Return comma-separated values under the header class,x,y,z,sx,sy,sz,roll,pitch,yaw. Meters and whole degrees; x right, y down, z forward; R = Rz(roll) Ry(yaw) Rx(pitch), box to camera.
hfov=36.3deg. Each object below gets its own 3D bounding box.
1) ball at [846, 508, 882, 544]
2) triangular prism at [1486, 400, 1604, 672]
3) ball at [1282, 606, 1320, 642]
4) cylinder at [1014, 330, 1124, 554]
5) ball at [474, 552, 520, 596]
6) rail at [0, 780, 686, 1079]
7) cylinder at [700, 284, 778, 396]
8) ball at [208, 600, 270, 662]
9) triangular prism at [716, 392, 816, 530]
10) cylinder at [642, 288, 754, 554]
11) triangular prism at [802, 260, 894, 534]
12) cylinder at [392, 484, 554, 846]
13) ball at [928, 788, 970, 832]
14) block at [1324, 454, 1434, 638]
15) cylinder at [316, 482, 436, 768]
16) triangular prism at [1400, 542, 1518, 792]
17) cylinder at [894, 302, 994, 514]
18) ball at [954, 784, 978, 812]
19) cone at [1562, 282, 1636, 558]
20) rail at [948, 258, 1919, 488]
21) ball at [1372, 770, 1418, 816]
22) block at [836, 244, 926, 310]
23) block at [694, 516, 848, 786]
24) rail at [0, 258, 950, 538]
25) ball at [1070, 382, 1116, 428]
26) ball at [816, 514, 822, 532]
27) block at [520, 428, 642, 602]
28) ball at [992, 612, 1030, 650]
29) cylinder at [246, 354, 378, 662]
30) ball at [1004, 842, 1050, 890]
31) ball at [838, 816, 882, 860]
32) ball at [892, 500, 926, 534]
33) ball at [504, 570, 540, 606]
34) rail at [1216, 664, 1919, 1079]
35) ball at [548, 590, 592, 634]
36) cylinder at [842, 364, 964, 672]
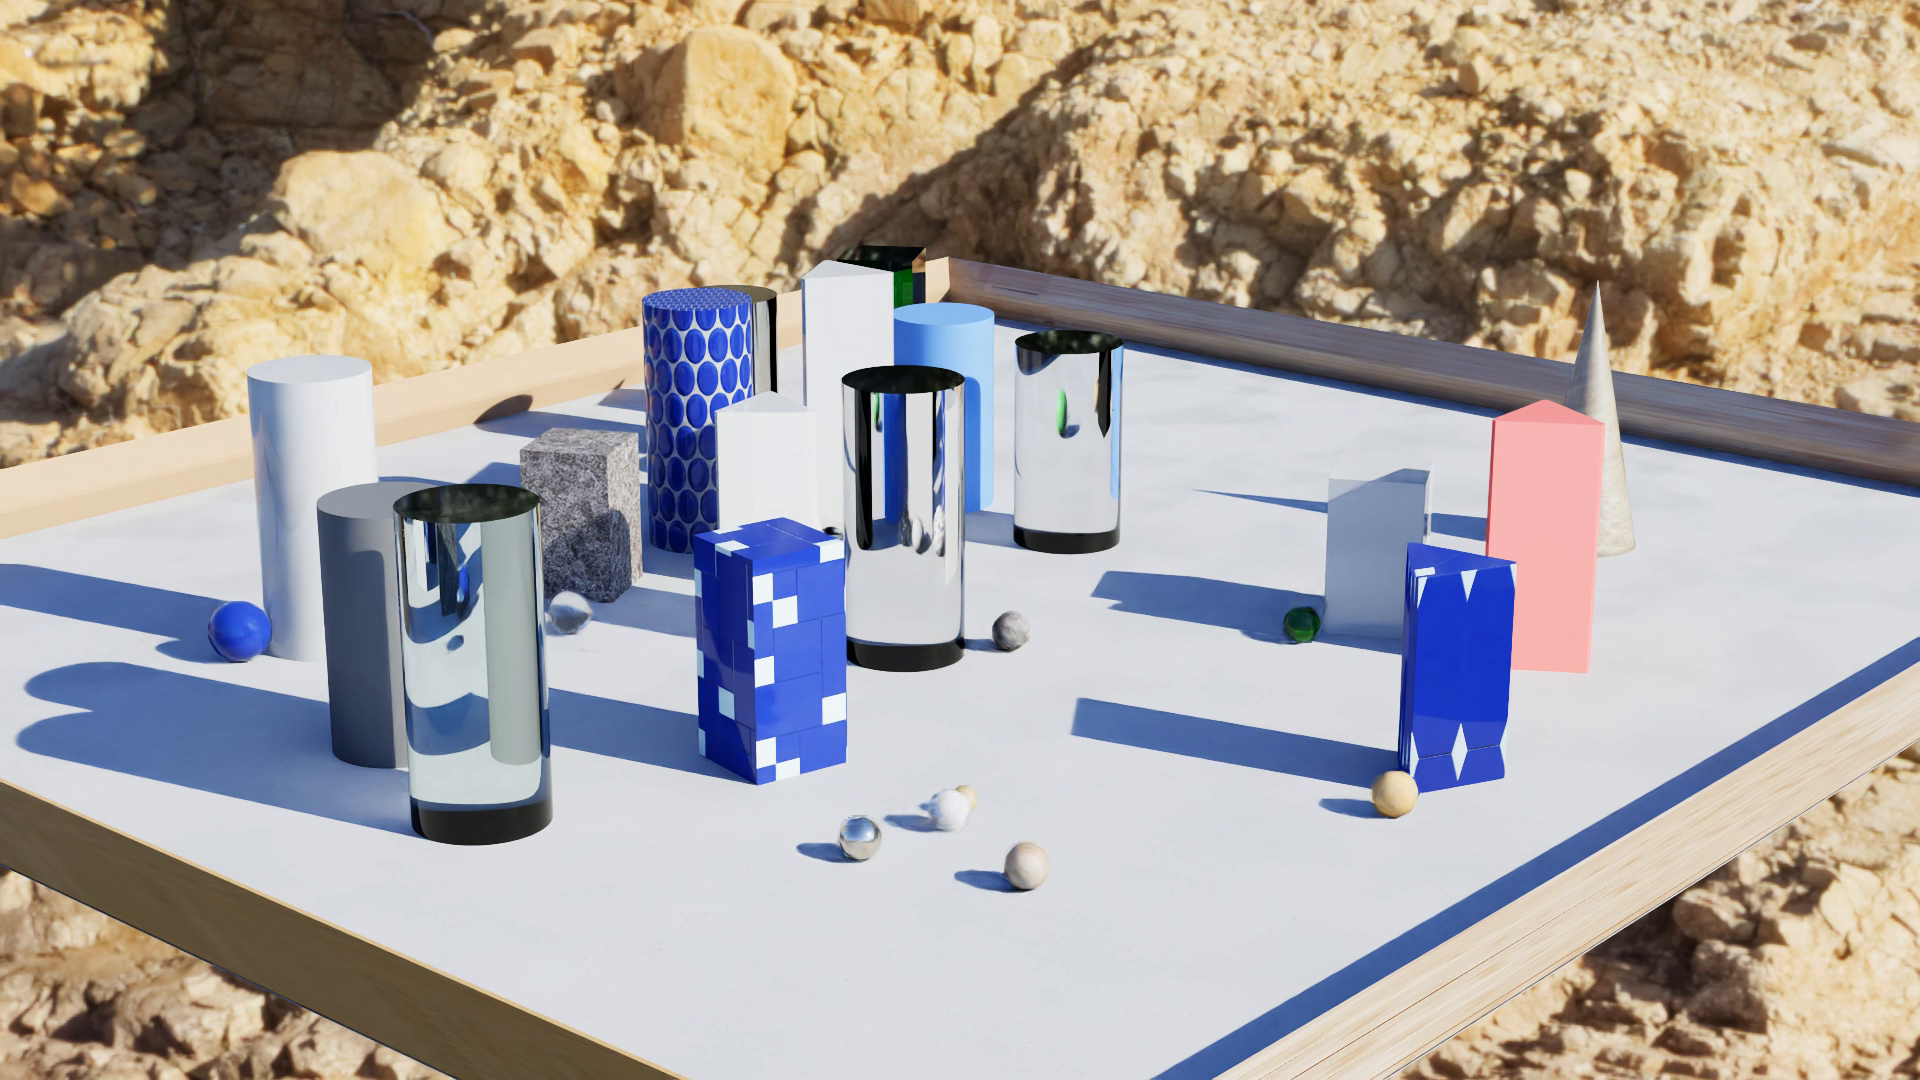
class,x,y,z,sx,sy,sz,roll,pitch,yaw
ball,-0.177,-0.025,5.427,0.065,0.065,0.065,0,17,0
triangular prism,0.943,-0.009,4.767,0.173,0.414,0.149,3,17,9
ball,0.568,0.140,4.884,0.061,0.061,0.061,0,17,0
cylinder,0.199,-0.182,5.407,0.199,0.376,0.199,0,17,0
ball,-0.808,0.059,5.122,0.079,0.079,0.079,0,17,0
rail,-1.141,0.411,3.861,3.144,0.129,0.045,14,22,39
cylinder,-0.471,-0.341,6.014,0.199,0.331,0.199,0,17,0
ball,-1.178,0.148,4.791,0.100,0.100,0.100,0,17,0
triangular prism,-0.340,-0.094,5.219,0.173,0.315,0.149,0,17,0
cylinder,-0.479,-0.221,5.399,0.199,0.455,0.199,0,17,0
triangular prism,-0.228,-0.269,5.500,0.173,0.490,0.149,-5,18,-17
cylinder,-0.675,0.172,4.080,0.199,0.464,0.199,0,17,0
ball,-0.016,0.378,4.099,0.059,0.059,0.059,0,17,0
block,0.707,0.010,4.954,0.159,0.270,0.159,4,17,13
cylinder,-0.847,0.125,4.373,0.199,0.385,0.199,0,17,0
triangular prism,0.690,0.181,4.284,0.173,0.329,0.149,-7,18,-23
cylinder,-0.034,-0.255,5.658,0.199,0.371,0.199,0,17,0
ball,0.006,0.368,4.160,0.042,0.042,0.042,0,17,0
cone,1.153,-0.234,5.371,0.199,0.497,0.199,0,17,0
rail,1.141,-0.347,6.378,3.144,0.129,0.045,14,22,39
ball,0.616,0.359,4.150,0.066,0.066,0.066,0,17,0
block,-0.164,-0.416,6.175,0.159,0.381,0.159,3,17,9
block,-0.279,0.161,4.325,0.159,0.343,0.159,-12,21,-35
rail,-1.169,-0.260,6.092,0.045,0.129,3.528,14,22,39
ball,0.283,-0.286,6.233,0.099,0.099,0.099,0,17,0
ball,-0.298,-0.019,5.355,0.094,0.094,0.094,0,17,0
block,-0.663,-0.045,5.146,0.159,0.265,0.159,4,17,13
ball,0.083,0.152,4.844,0.062,0.062,0.062,0,17,0
cylinder,-1.055,-0.053,4.820,0.199,0.469,0.199,0,17,0
ball,0.089,0.434,3.905,0.063,0.063,0.063,0,17,0
ball,-0.136,0.407,4.000,0.059,0.059,0.059,0,17,0
ball,-0.096,-0.042,5.484,0.065,0.065,0.065,0,17,0
ball,-0.760,0.082,5.076,0.062,0.062,0.062,0,17,0
rail,1.169,0.325,4.148,0.045,0.129,3.528,14,22,39
ball,-0.655,0.121,4.927,0.073,0.073,0.073,0,17,0
cylinder,-0.091,-0.036,4.772,0.199,0.463,0.199,0,17,0
